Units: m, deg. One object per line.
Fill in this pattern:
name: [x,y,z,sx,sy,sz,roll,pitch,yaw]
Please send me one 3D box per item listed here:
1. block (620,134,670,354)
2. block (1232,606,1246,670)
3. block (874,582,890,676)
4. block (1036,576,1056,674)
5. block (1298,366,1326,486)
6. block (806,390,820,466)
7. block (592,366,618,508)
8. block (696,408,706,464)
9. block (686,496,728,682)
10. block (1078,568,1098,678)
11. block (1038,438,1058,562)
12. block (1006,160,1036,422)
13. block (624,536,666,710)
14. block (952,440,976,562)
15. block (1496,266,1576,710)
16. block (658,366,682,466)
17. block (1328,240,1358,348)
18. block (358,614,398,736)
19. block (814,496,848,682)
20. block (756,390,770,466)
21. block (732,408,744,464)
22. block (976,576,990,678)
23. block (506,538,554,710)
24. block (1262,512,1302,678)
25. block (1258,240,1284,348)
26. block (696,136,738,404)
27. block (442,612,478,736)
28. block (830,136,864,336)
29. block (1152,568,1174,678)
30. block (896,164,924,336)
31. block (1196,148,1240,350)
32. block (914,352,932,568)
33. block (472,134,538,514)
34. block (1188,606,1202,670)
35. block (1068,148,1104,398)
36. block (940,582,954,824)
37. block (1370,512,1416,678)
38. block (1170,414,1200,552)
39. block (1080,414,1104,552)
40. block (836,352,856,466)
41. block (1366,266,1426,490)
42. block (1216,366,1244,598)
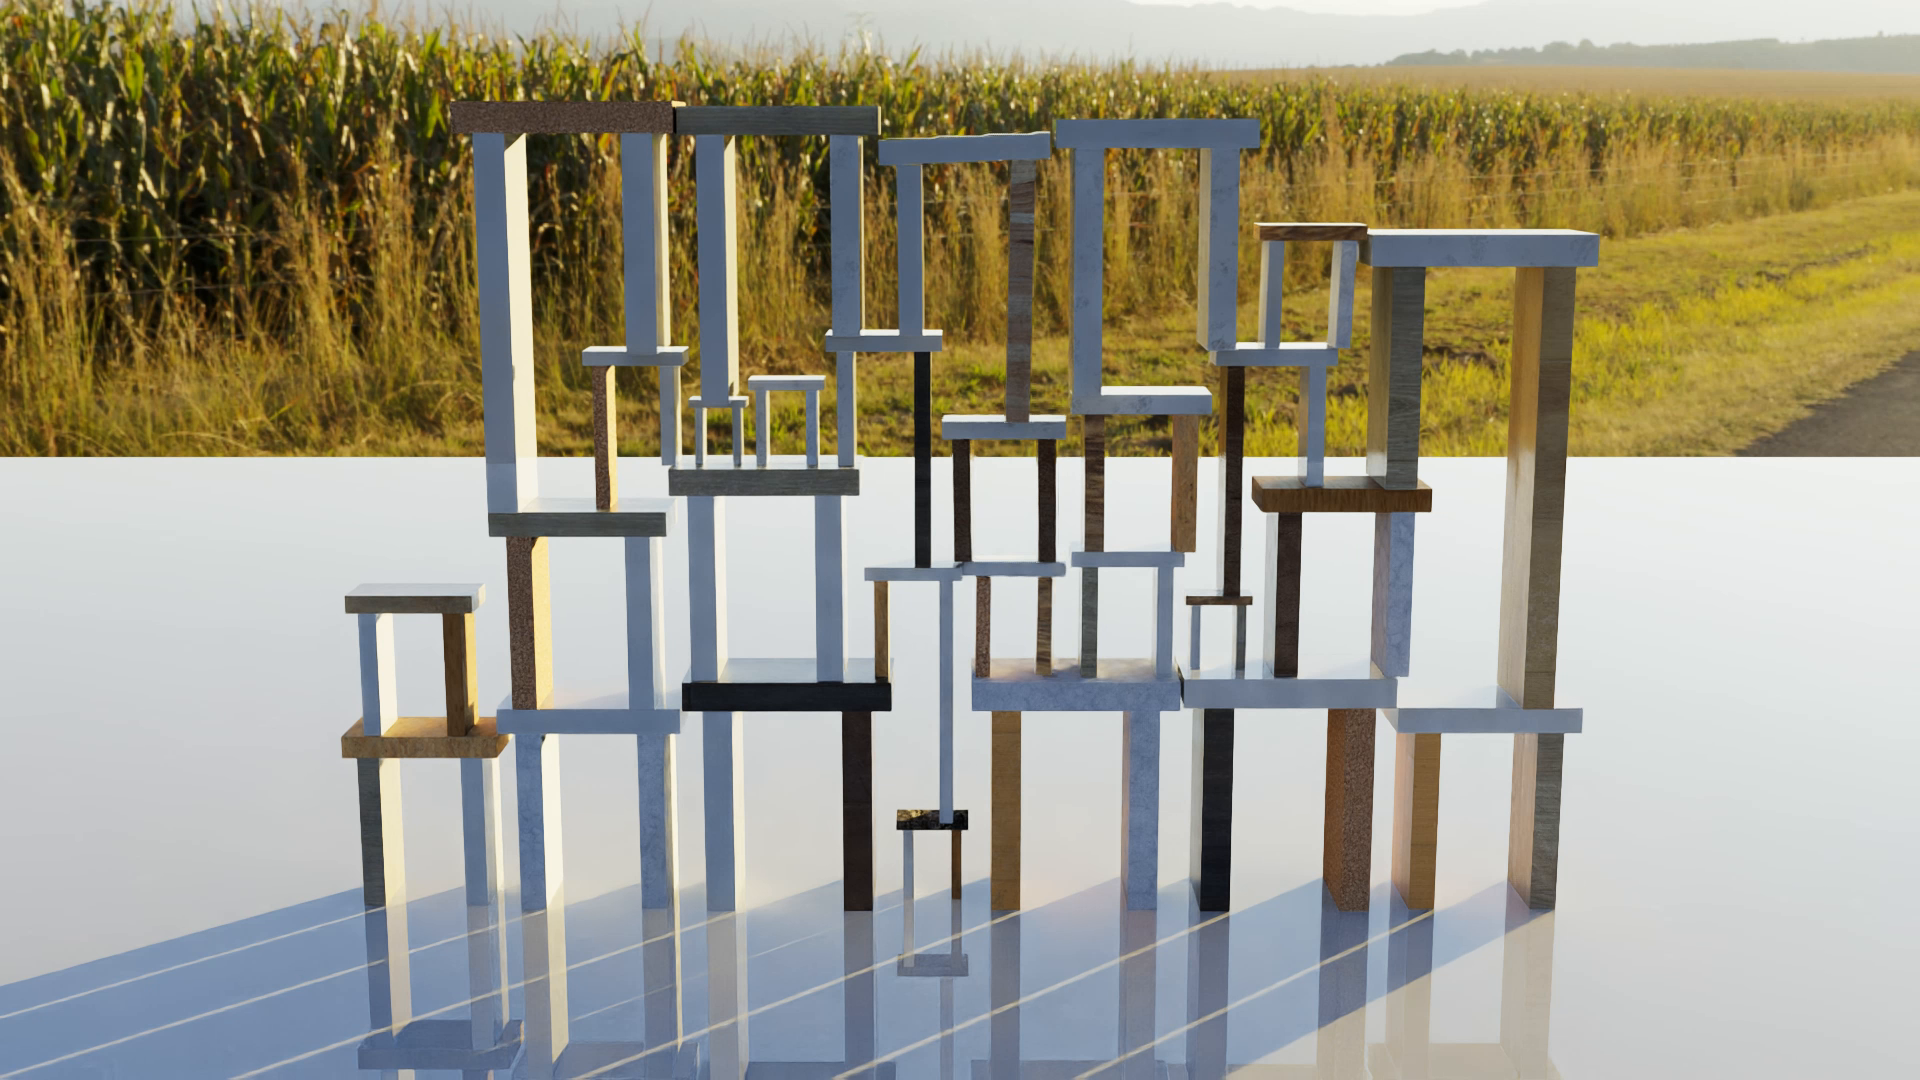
block: [-0.495,-0.471,3.473,0.048,0.338,0.169,0,11,0]
block: [0.455,0.154,3.589,0.015,0.108,0.054,0,11,0]
block: [-0.127,0.136,3.582,0.022,0.157,0.079,0,11,0]
block: [0.141,0.131,3.586,0.023,0.164,0.082,1,8,6]
block: [0.564,-0.188,3.525,0.027,0.192,0.096,0,11,0]
block: [-0.236,-0.183,3.521,0.017,0.120,0.060,0,11,0]
block: [-0.570,-0.170,3.529,0.023,0.228,0.080,0,11,0]
block: [-0.416,-0.170,3.529,0.013,0.091,0.045,1,11,0]
block: [-0.409,0.065,3.571,0.043,0.302,0.151,0,10,0]
block: [0.208,0.125,3.582,0.026,0.182,0.091,0,11,0]
block: [0.142,-0.068,3.535,0.028,0.196,0.098,0,8,4]
block: [0.097,-0.397,3.481,0.037,0.407,0.132,2,12,2]
block: [-0.512,0.121,3.577,0.040,0.282,0.141,0,11,0]
block: [0.007,-0.070,3.543,0.028,0.196,0.098,0,9,4]
block: [0.927,-0.091,3.547,0.049,0.706,0.175,0,11,0]
block: [-0.464,-0.204,3.522,0.023,0.159,0.080,0,11,0]
block: [0.605,-0.391,3.482,0.024,0.167,0.084,2,11,0]
block: [-0.952,0.209,3.595,0.029,0.203,0.102,0,11,0]
block: [-0.208,0.065,3.571,0.043,0.301,0.151,0,11,0]
block: [-0.316,-0.183,3.521,0.017,0.120,0.060,0,11,0]
block: [-0.356,-0.170,3.528,0.013,0.091,0.045,0,11,0]
block: [0.037,0.134,3.580,0.023,0.164,0.082,0,11,0]
block: [-0.699,0.121,3.578,0.040,0.282,0.141,0,11,0]
block: [0.523,0.076,3.569,0.038,0.268,0.134,0,11,0]
block: [0.492,-0.391,3.482,0.024,0.167,0.084,1,11,0]
block: [-0.383,-0.430,3.477,0.044,0.414,0.154,0,11,0]
block: [-0.816,0.209,3.595,0.029,0.203,0.102,0,11,0]
block: [-0.177,-0.483,3.473,0.044,0.309,0.154,0,11,0]
block: [0.330,0.125,3.582,0.026,0.182,0.091,0,11,0]
block: [-0.077,-0.460,3.473,0.037,0.264,0.132,0,11,0]
block: [0.407,-0.461,3.471,0.044,0.310,0.155,0,11,0]
block: [-0.059,-0.134,3.532,0.026,0.347,0.091,0,11,0]
block: [-0.721,-0.347,3.496,0.048,0.589,0.169,0,11,0]
block: [0.383,0.153,3.591,0.015,0.108,0.054,0,11,1]
block: [0.198,-0.425,3.474,0.044,0.382,0.155,0,11,0]
block: [-0.022,0.258,3.604,0.022,0.405,0.079,0,11,0]
block: [0.702,0.076,3.569,0.038,0.268,0.134,0,11,0]
block: [0.362,-0.099,3.543,0.031,0.221,0.111,0,11,1]
block: [0.214,-0.100,3.546,0.031,0.221,0.111,0,11,0]
block: [-0.181,-0.215,3.517,0.026,0.183,0.091,0,11,0]
block: [0.695,-0.266,3.515,0.049,0.349,0.175,0,11,0]
block: [0.435,-0.099,3.541,0.027,0.375,0.096,0,11,0]
